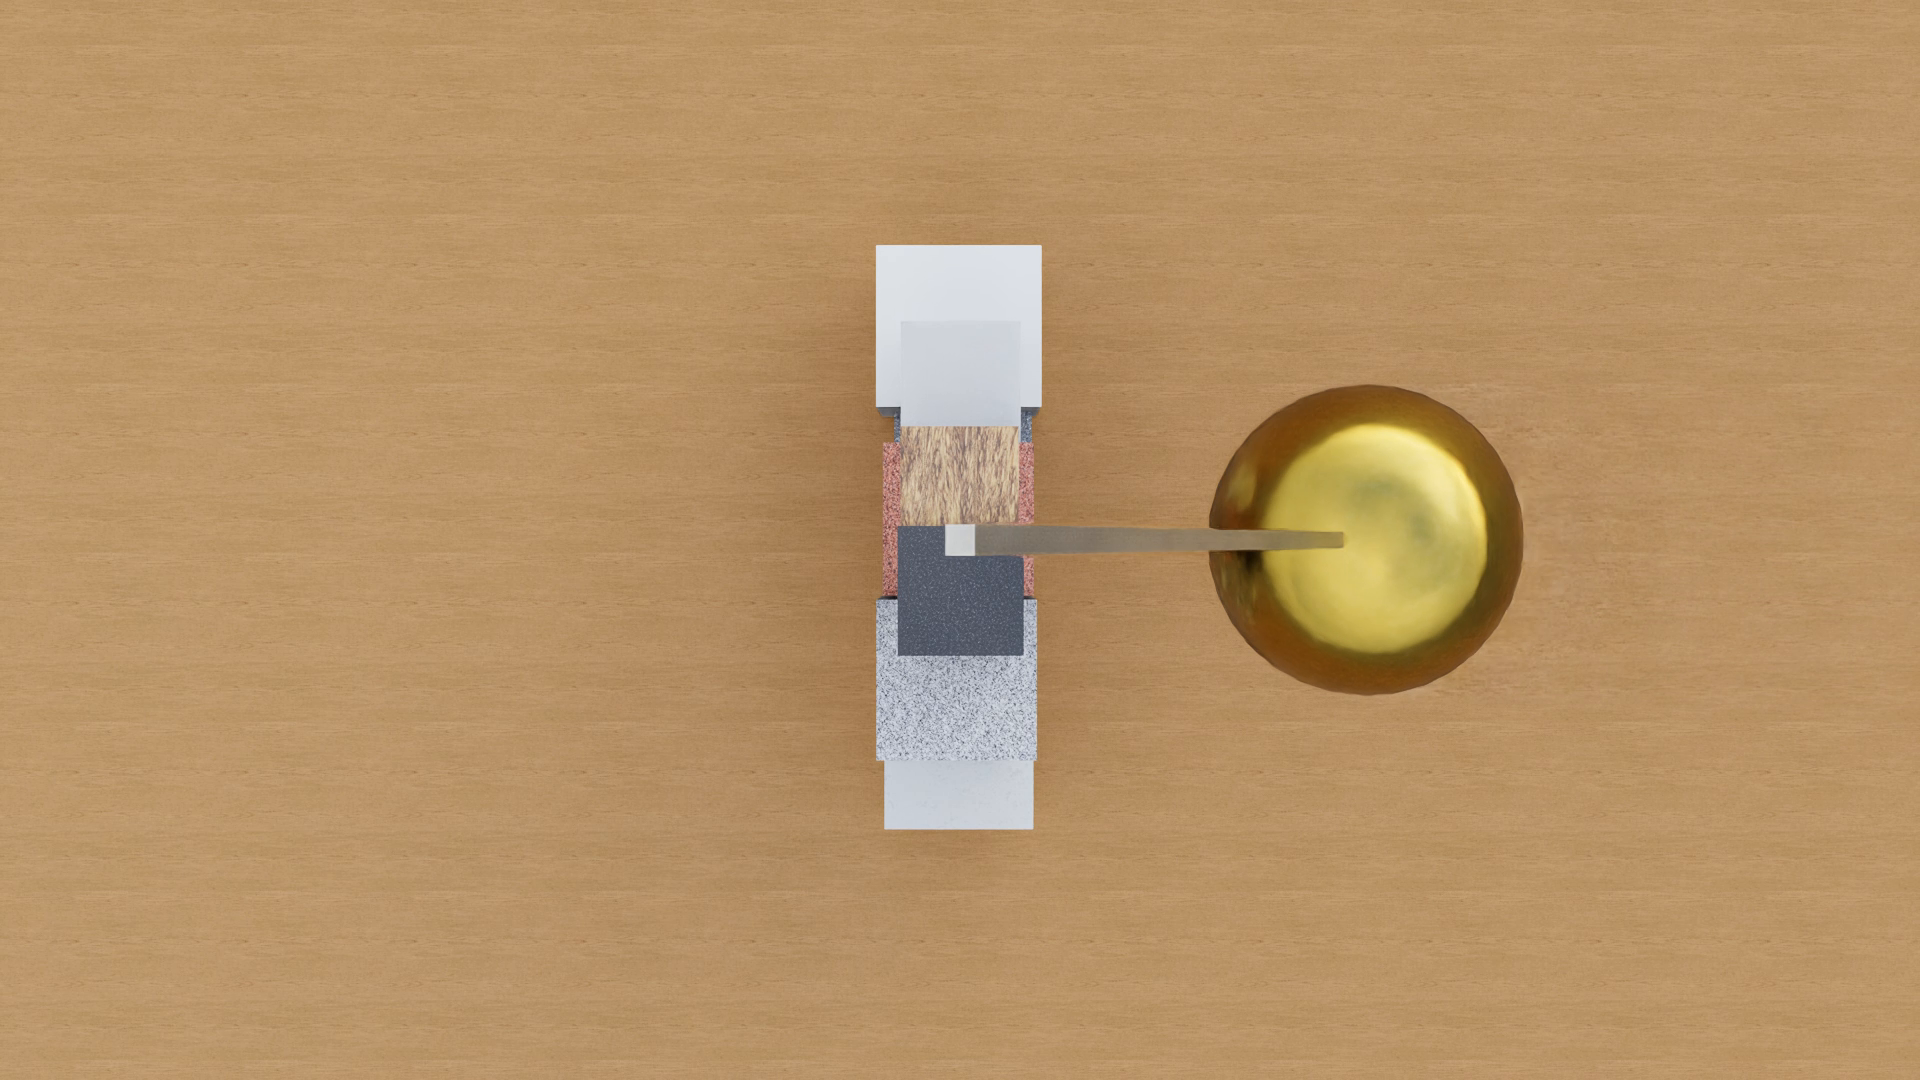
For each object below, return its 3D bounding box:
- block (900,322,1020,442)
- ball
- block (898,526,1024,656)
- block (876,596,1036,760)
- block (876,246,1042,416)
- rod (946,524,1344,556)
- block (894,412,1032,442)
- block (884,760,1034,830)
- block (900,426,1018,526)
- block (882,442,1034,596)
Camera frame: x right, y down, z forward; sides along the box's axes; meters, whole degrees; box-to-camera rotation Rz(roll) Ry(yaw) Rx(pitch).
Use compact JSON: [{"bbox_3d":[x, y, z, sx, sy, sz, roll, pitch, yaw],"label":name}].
[{"bbox_3d":[0.004,-0.825,11.739,0.625,0.565,0.631,0,90,0],"label":"block"},{"bbox_3d":[2.074,0.000,11.292,1.600,1.600,1.600,0,90,0],"label":"ball"},{"bbox_3d":[0.003,0.251,11.067,0.619,0.595,0.636,0,90,0],"label":"block"},{"bbox_3d":[-0.017,0.725,11.757,0.829,0.786,0.830,0,90,0],"label":"block"},{"bbox_3d":[-0.007,-1.170,12.511,0.904,0.978,0.882,0,90,0],"label":"block"},{"bbox_3d":[0.899,0.000,8.101,0.080,5.200,0.080,0,90,20],"label":"rod"},{"bbox_3d":[0.017,-0.353,12.669,0.771,0.661,0.732,0,90,0],"label":"block"},{"bbox_3d":[-0.006,1.232,12.622,0.829,0.755,0.757,0,90,0],"label":"block"},{"bbox_3d":[-0.002,-0.319,11.157,0.584,0.606,0.493,0,91,0],"label":"block"},{"bbox_3d":[-0.008,-0.105,11.823,0.789,0.659,0.798,0,89,0],"label":"block"}]
